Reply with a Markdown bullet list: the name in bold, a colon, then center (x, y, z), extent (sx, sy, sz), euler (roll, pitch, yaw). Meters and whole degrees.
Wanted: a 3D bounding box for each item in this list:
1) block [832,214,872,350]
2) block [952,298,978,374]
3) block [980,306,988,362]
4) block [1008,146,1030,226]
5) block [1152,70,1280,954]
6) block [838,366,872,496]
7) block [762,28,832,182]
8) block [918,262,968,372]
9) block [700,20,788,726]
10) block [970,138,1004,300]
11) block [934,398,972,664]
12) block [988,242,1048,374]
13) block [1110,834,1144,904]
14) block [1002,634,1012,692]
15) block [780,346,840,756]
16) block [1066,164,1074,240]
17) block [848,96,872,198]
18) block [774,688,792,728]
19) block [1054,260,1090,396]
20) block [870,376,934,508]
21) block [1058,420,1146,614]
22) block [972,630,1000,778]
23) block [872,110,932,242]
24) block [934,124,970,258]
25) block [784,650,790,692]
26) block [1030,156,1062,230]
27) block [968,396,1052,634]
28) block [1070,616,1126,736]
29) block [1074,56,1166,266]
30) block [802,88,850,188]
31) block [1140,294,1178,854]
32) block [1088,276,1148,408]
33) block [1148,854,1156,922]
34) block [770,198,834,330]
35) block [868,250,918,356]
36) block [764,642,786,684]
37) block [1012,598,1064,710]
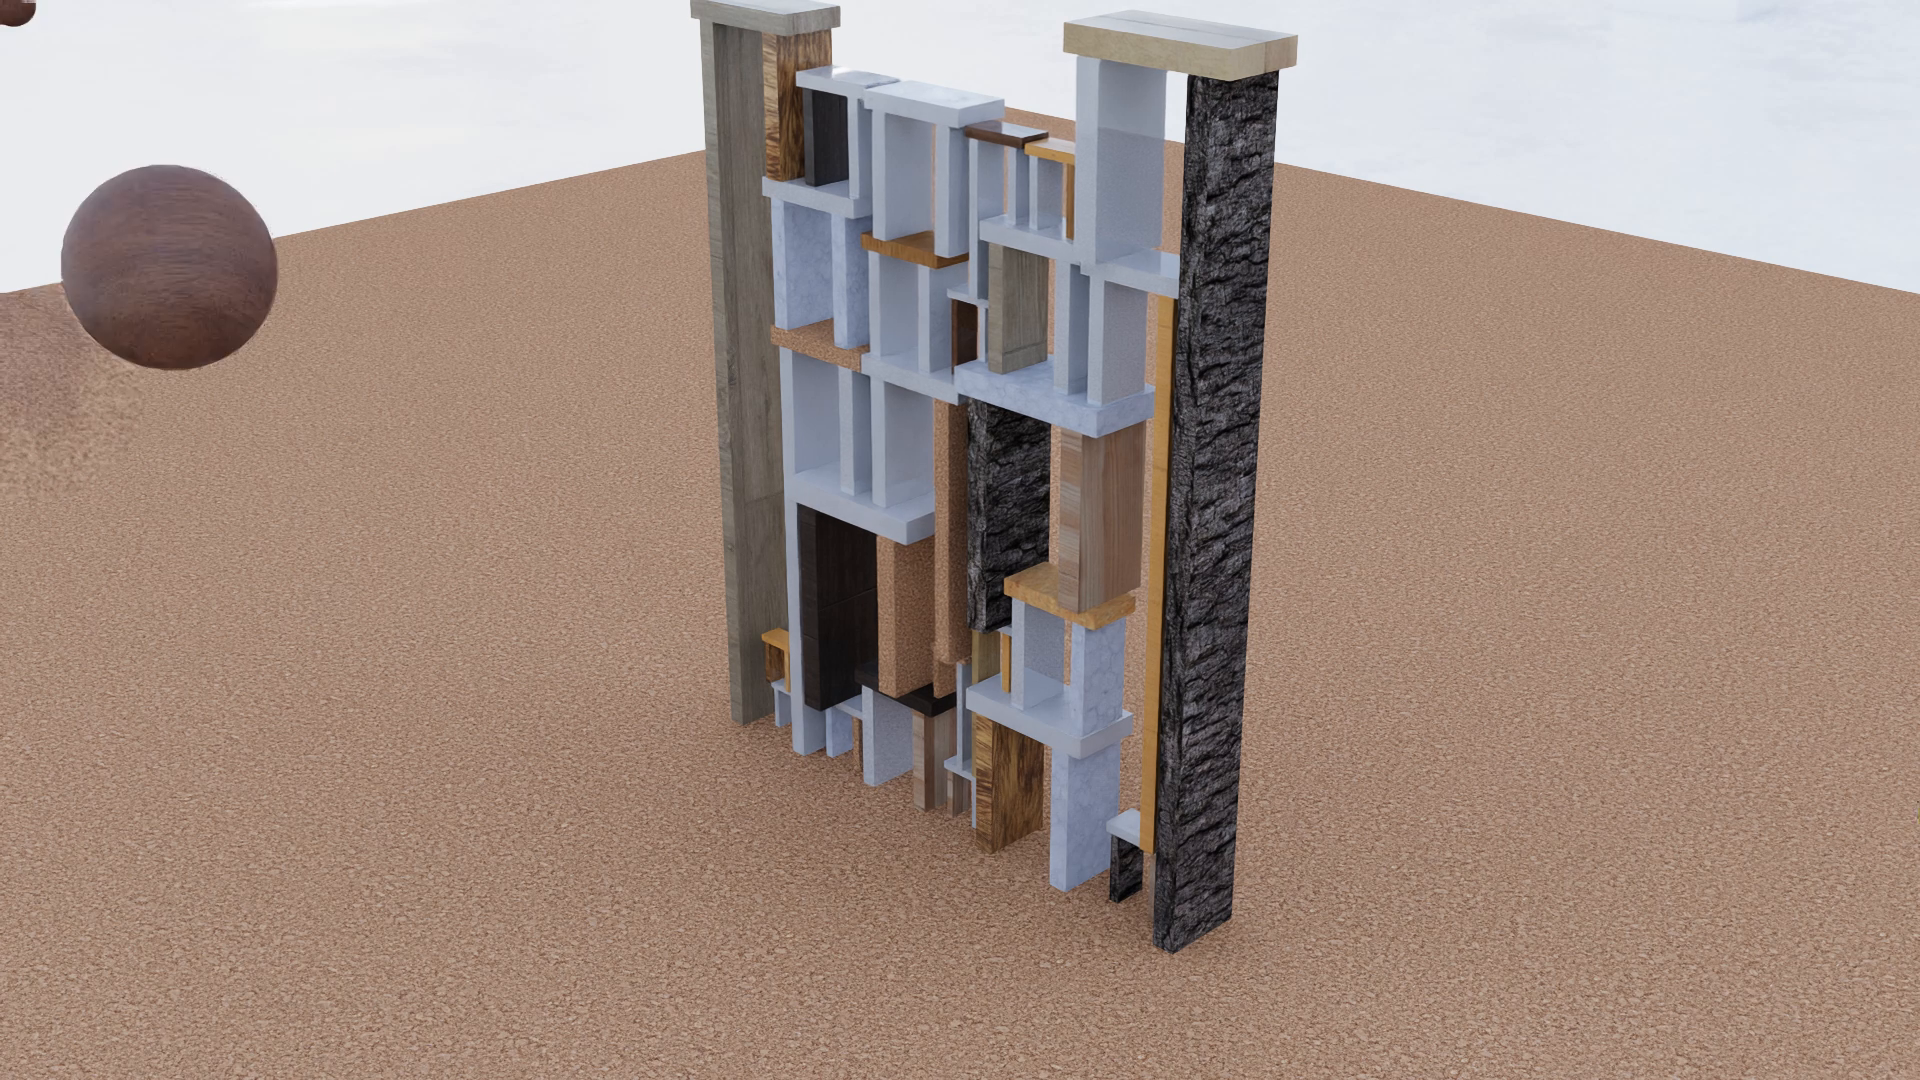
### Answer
- **block**: center (-0.183, -0.506, 4.209), extent (0.037, 0.260, 0.130), euler (21, 31, 40)
- **block**: center (0.008, -0.379, 4.050), extent (0.052, 0.148, 0.015), euler (-21, 31, -40)
- **block**: center (0.058, -0.380, 3.997), extent (0.015, 0.104, 0.052), euler (21, 31, 40)
- **block**: center (0.114, -0.622, 3.830), extent (0.019, 0.137, 0.068), euler (21, 31, 41)
- **block**: center (0.429, -0.008, 3.750), extent (0.048, 1.586, 0.170), euler (21, 31, 41)
- **block**: center (-0.175, -0.229, 4.315), extent (0.037, 0.260, 0.130), euler (21, 30, 40)
- **block**: center (-0.307, -0.837, 4.203), extent (0.040, 0.279, 0.140), euler (21, 31, 40)
- **block**: center (-0.030, -0.420, 4.077), extent (0.029, 0.203, 0.101), euler (22, 31, 41)
- **block**: center (-0.439, -0.318, 4.566), extent (0.040, 1.518, 0.139), euler (21, 31, 41)
- **block**: center (0.048, -0.577, 3.918), extent (0.019, 0.290, 0.068), euler (21, 31, 40)
- **block**: center (0.012, -0.029, 4.196), extent (0.130, 0.536, 0.037), euler (-21, 31, -40)
- **block**: center (0.105, -0.425, 3.933), extent (0.119, 0.239, 0.034), euler (-21, 31, -41)
- **block**: center (0.315, 0.607, 4.147), extent (0.020, 0.143, 0.072), euler (21, 31, 41)
- **block**: center (0.108, 0.226, 4.207), extent (0.061, 0.122, 0.017), euler (-21, 31, -41)
- **block**: center (-0.298, 0.020, 4.554), extent (0.037, 0.905, 0.130), euler (21, 31, 41)
- **block**: center (0.210, -0.582, 3.744), extent (0.064, 0.129, 0.018), euler (-21, 31, -41)
- **block**: center (-0.164, -0.736, 4.085), extent (0.026, 0.185, 0.093), euler (21, 31, 40)
- **block**: center (-0.382, 0.359, 4.798), extent (0.013, 0.092, 0.046), euler (21, 31, 41)
- **block**: center (0.217, -0.381, 3.829), extent (0.119, 0.238, 0.034), euler (-21, 31, -40)
- **block**: center (-0.111, -0.204, 4.255), extent (0.037, 0.261, 0.130), euler (21, 31, 40)
- **block**: center (0.254, -0.056, 3.931), extent (0.049, 0.344, 0.172), euler (21, 31, 41)
- **block**: center (0.051, 0.304, 4.303), extent (0.017, 0.340, 0.061), euler (21, 31, 41)
- **block**: center (-0.106, -0.681, 4.052), extent (0.119, 0.238, 0.034), euler (-21, 31, -40)
- **block**: center (0.009, -0.637, 3.949), extent (0.034, 0.238, 0.119), euler (22, 31, 39)
- **block**: center (-0.353, 0.275, 4.721), extent (0.014, 0.096, 0.048), euler (21, 31, 41)
- **block**: center (0.149, -0.605, 3.800), extent (0.064, 0.129, 0.018), euler (-21, 31, -41)
- **block**: center (0.092, -0.065, 4.104), extent (0.049, 0.461, 0.172), euler (21, 31, 41)
- **block**: center (0.253, 0.239, 4.044), extent (0.112, 0.224, 0.032), euler (-21, 31, -41)
- **block**: center (0.266, -0.643, 3.652), extent (0.170, 0.340, 0.048), euler (-22, 31, -40)
- **block**: center (-0.252, -0.770, 4.165), extent (0.026, 0.185, 0.093), euler (21, 31, 41)
- **block**: center (0.378, 0.069, 3.836), extent (0.032, 1.050, 0.113), euler (21, 31, 41)
- **block**: center (0.271, -0.351, 3.773), extent (0.113, 0.227, 0.032), euler (-21, 31, -40)
- **block**: center (0.383, 0.633, 4.085), extent (0.020, 0.143, 0.072), euler (21, 31, 41)
- **block**: center (-0.306, -0.554, 4.322), extent (0.037, 0.260, 0.130), euler (21, 31, 41)
- **block**: center (-0.125, -0.458, 4.165), extent (0.101, 0.203, 0.029), euler (-21, 31, -41)
- **block**: center (-0.399, 0.257, 4.762), extent (0.014, 0.096, 0.048), euler (21, 31, 41)
- **block**: center (0.147, 0.198, 4.141), extent (0.112, 0.224, 0.032), euler (-21, 31, -41)
